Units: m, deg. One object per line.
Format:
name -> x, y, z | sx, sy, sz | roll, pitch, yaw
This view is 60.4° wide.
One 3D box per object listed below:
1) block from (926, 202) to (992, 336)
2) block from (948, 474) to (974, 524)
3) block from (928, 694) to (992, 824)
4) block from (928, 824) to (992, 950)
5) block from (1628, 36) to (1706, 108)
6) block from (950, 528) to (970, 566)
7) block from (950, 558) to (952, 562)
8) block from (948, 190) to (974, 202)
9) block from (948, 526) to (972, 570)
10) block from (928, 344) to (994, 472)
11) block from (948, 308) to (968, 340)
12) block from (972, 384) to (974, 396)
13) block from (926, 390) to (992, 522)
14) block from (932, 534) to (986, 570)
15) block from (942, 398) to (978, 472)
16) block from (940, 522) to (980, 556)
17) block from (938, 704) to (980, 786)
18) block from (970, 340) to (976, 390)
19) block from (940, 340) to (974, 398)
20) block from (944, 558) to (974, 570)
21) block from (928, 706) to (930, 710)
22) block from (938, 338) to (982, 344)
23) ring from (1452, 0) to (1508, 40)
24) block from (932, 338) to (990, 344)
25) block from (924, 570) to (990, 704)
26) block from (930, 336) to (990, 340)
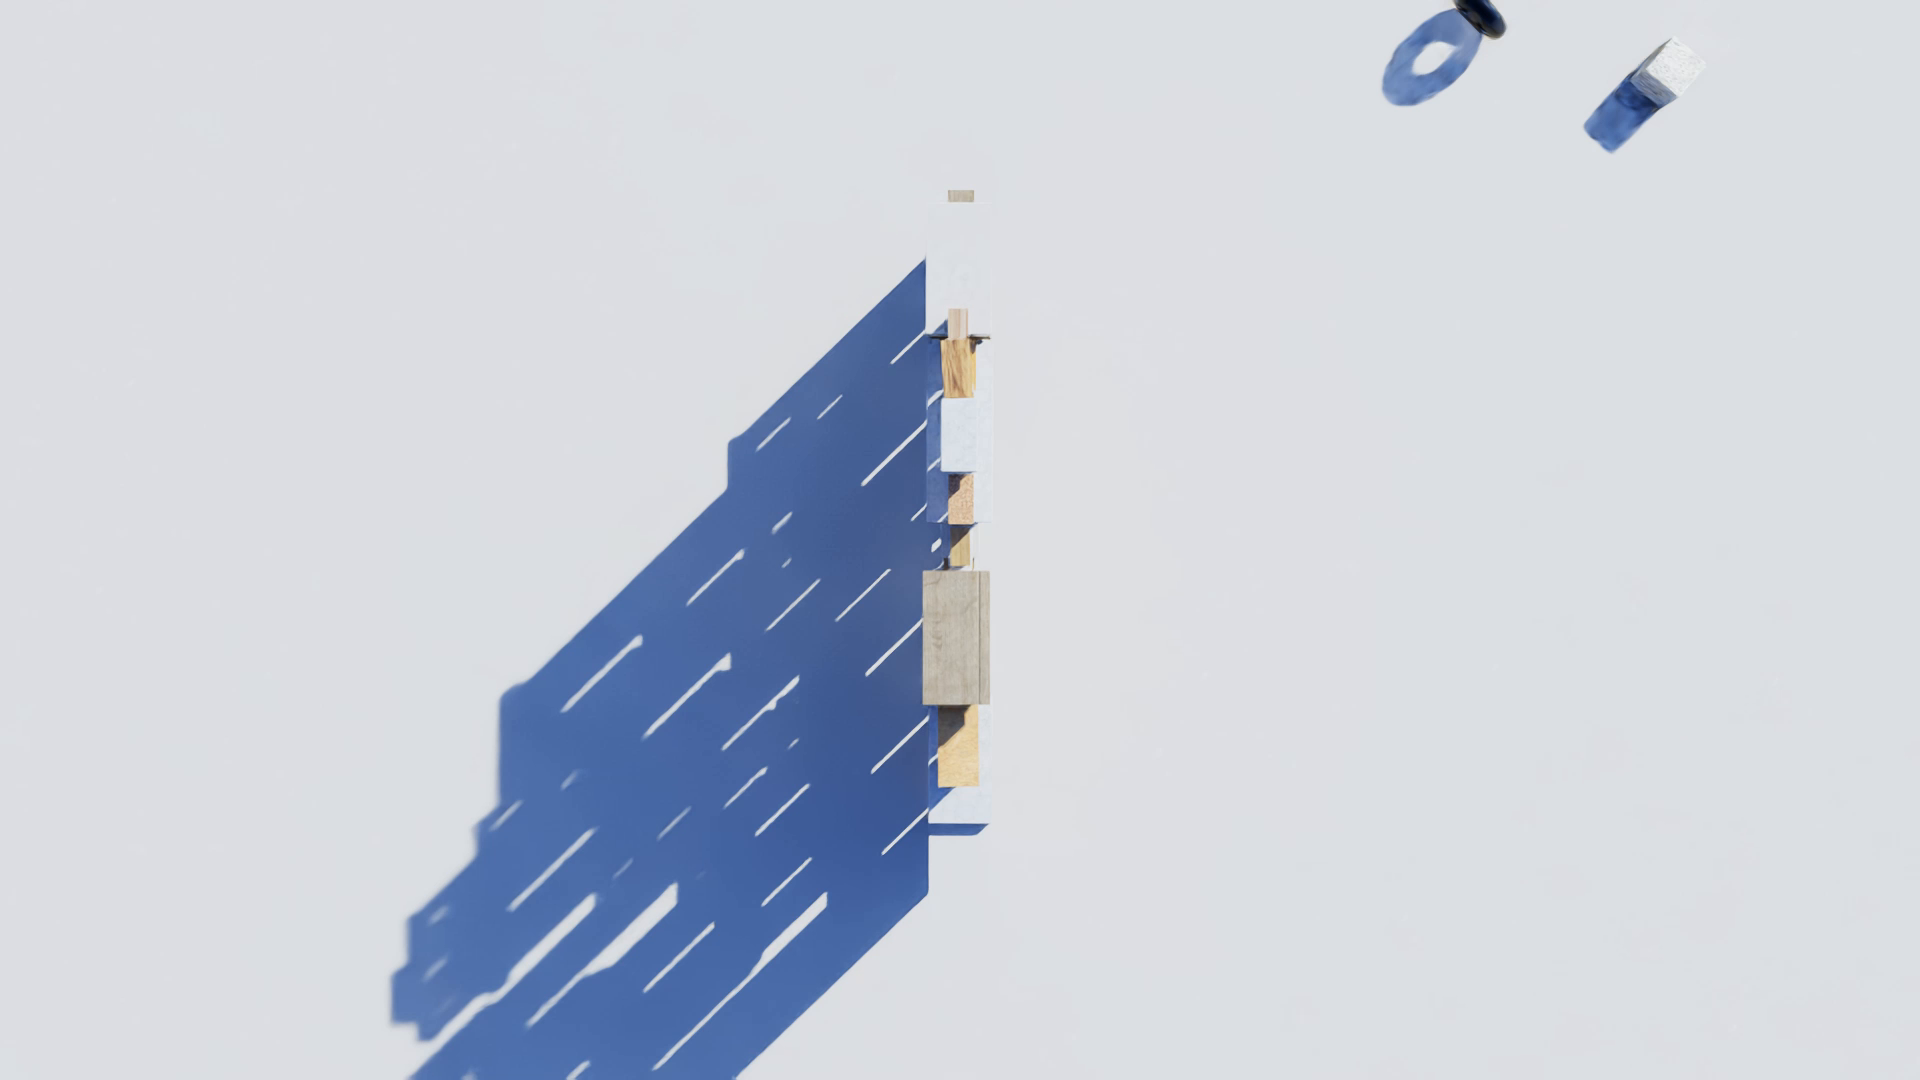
block -> -0.003, -0.700, 4.271 | 0.169, 0.048, 0.338 | 0, 90, 0
block -> 0.002, -0.098, 3.971 | 0.060, 0.017, 0.120 | 0, 90, 0
block -> 0.002, 0.550, 4.150 | 0.160, 0.045, 0.320 | 0, 90, 0
block -> 0.001, 0.873, 4.185 | 0.159, 0.045, 0.319 | 0, 90, 0
block -> 2.329, -1.538, 5.429 | 0.141, 0.141, 0.141 | 40, 91, 0
block -> 0.001, 0.017, 4.478 | 0.052, 0.015, 0.104 | -1, 90, 0
block -> 0.001, 0.053, 4.537 | 0.052, 0.104, 0.015 | -2, 90, 0
block -> 0.003, -0.953, 4.875 | 0.080, 0.023, 0.159 | 0, 90, 0
block -> 0.001, 0.027, 4.598 | 0.067, 0.019, 0.133 | 0, 90, 0
block -> 0.001, -0.353, 4.498 | 0.178, 0.050, 0.356 | 0, 90, 0
block -> -0.004, -0.529, 4.139 | 0.050, 0.014, 0.101 | 0, 92, 0
block -> -0.002, -0.363, 4.030 | 0.069, 0.138, 0.020 | 0, 90, 0
block -> -0.001, -0.207, 4.123 | 0.163, 0.046, 0.327 | 0, 90, 0
block -> -0.002, 0.151, 5.135 | 0.171, 0.048, 0.341 | 0, 90, 0
block -> -0.002, -0.248, 3.915 | 0.086, 0.024, 0.172 | 0, 90, 0
block -> 0.000, -0.062, 4.756 | 0.110, 0.031, 0.220 | 0, 90, 0
block -> -0.003, 0.489, 3.922 | 0.096, 0.027, 0.192 | 0, 90, 0
block -> 0.003, -0.448, 4.312 | 0.075, 0.021, 0.149 | 0, 90, 0
block -> -0.007, -0.410, 3.951 | 0.069, 0.020, 0.138 | -3, 90, 1
block -> -0.002, 0.139, 4.779 | 0.087, 0.025, 0.175 | -1, 90, 0
block -> 0.001, 0.442, 4.332 | 0.160, 0.320, 0.045 | 0, 90, 0
block -> 0.002, -0.661, 4.651 | 0.120, 0.034, 0.240 | 1, 90, 0
ring -> 1.697, -1.727, 5.394 | 0.225, 0.225, 0.075 | 45, 109, 0
block -> 0.004, -0.502, 5.115 | 0.180, 0.051, 0.359 | 0, 90, 0
block -> -0.008, 0.226, 3.836 | 0.155, 0.044, 0.310 | 0, 90, 0
block -> 0.000, -0.588, 4.464 | 0.169, 0.338, 0.048 | 1, 90, 0
